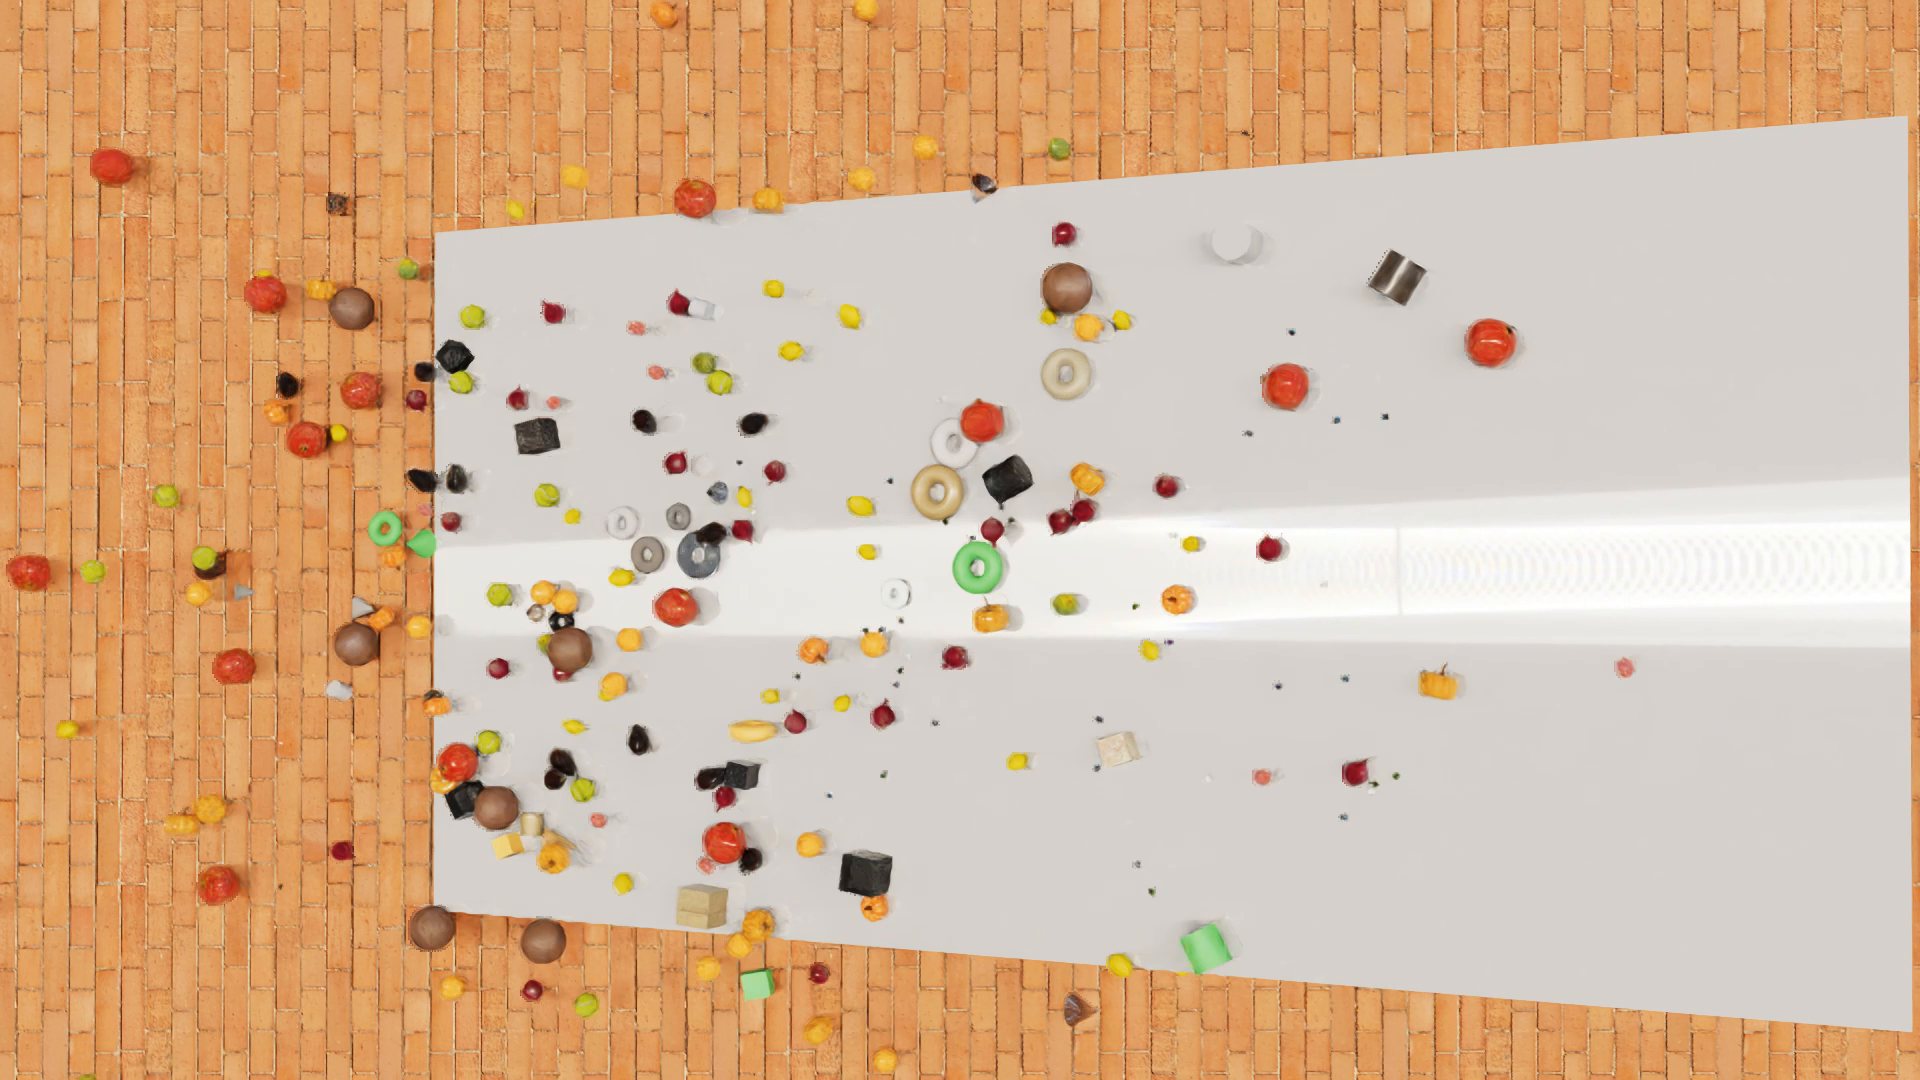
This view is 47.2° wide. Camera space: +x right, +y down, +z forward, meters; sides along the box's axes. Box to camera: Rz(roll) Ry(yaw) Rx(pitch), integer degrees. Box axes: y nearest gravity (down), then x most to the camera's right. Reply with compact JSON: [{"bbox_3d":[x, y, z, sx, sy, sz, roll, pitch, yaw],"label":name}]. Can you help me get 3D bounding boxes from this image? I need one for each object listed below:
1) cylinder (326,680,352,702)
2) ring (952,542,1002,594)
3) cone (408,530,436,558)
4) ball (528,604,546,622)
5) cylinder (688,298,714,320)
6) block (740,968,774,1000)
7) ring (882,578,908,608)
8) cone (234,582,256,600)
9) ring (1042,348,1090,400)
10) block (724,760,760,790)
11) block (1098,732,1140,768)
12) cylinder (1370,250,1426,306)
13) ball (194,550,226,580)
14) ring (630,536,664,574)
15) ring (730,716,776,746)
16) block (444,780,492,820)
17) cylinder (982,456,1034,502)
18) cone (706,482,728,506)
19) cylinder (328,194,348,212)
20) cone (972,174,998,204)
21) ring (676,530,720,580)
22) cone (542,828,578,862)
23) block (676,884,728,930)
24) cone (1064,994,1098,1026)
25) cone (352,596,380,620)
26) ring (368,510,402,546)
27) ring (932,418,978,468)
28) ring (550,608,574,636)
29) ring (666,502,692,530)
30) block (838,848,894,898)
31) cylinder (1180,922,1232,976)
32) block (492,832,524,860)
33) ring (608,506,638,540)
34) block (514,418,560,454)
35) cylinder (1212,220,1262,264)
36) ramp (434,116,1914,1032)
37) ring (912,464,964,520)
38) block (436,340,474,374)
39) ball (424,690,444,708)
[{"bbox_3d":[-1.845,0.448,6.538,0.053,0.053,0.053,-13,61,25],"label":"cylinder"},{"bbox_3d":[0.046,0.072,5.720,0.140,0.047,0.140,0,91,25],"label":"ring"},{"bbox_3d":[-1.601,0.012,6.469,0.085,0.085,0.085,0,89,26],"label":"cone"},{"bbox_3d":[-1.206,0.208,6.257,0.050,0.050,0.050,0,89,0],"label":"ball"},{"bbox_3d":[-0.715,-0.638,6.081,0.050,0.050,0.050,19,89,24],"label":"cylinder"},{"bbox_3d":[-0.599,1.317,6.525,0.077,0.077,0.077,-11,87,5],"label":"block"},{"bbox_3d":[-0.172,0.142,5.832,0.081,0.027,0.081,0,90,26],"label":"ring"},{"bbox_3d":[-2.128,0.156,6.558,0.059,0.059,0.059,9,89,-23],"label":"cone"},{"bbox_3d":[0.270,-0.424,5.621,0.136,0.045,0.136,-2,85,25],"label":"ring"},{"bbox_3d":[-0.595,0.640,6.001,0.066,0.066,0.066,10,93,24],"label":"block"},{"bbox_3d":[0.400,0.528,5.535,0.071,0.071,0.071,-20,81,24],"label":"block"},{"bbox_3d":[1.041,-0.623,5.231,0.099,0.099,0.099,31,99,0],"label":"cylinder"},{"bbox_3d":[-2.231,0.076,6.536,0.092,0.092,0.092,0,89,0],"label":"ball"},{"bbox_3d":[-0.876,0.041,6.158,0.104,0.035,0.104,0,91,25],"label":"ring"},{"bbox_3d":[-0.561,0.518,5.957,0.126,0.126,0.042,12,110,0],"label":"ring"},{"bbox_3d":[-1.428,0.755,6.382,0.080,0.080,0.080,-33,76,21],"label":"block"},{"bbox_3d":[0.124,-0.157,5.660,0.093,0.093,0.093,-24,89,27],"label":"cylinder"},{"bbox_3d":[-0.682,-0.130,6.051,0.067,0.067,0.067,0,89,25],"label":"cone"},{"bbox_3d":[-1.851,-1.003,6.543,0.052,0.052,0.052,8,102,0],"label":"cylinder"},{"bbox_3d":[0.050,-0.901,5.737,0.073,0.073,0.073,31,132,0],"label":"cone"},{"bbox_3d":[-0.722,0.041,6.080,0.137,0.046,0.137,-1,88,26],"label":"ring"},{"bbox_3d":[-1.135,0.871,6.263,0.099,0.099,0.099,4,89,-2],"label":"cone"},{"bbox_3d":[-0.707,1.005,6.032,0.099,0.099,0.099,5,92,25],"label":"block"},{"bbox_3d":[0.375,1.402,6.546,0.094,0.094,0.094,11,89,-28],"label":"cone"},{"bbox_3d":[-1.764,0.204,6.544,0.074,0.074,0.074,3,89,-4],"label":"cone"},{"bbox_3d":[-1.714,-0.033,6.556,0.109,0.036,0.109,-2,82,15],"label":"ring"},{"bbox_3d":[-0.014,-0.253,5.752,0.135,0.045,0.135,-1,88,26],"label":"ring"},{"bbox_3d":[-1.139,0.234,6.282,0.080,0.027,0.080,0,90,26],"label":"ring"},{"bbox_3d":[-0.783,-0.065,6.120,0.078,0.026,0.078,0,91,25],"label":"ring"},{"bbox_3d":[-0.249,0.881,5.819,0.099,0.099,0.099,9,93,25],"label":"block"},{"bbox_3d":[0.606,1.008,5.418,0.098,0.098,0.098,-25,77,0],"label":"cylinder"},{"bbox_3d":[-1.302,0.882,6.334,0.058,0.058,0.058,-24,79,23],"label":"block"},{"bbox_3d":[-0.951,-0.049,6.195,0.097,0.032,0.097,0,91,26],"label":"ring"},{"bbox_3d":[-1.208,-0.297,6.288,0.085,0.085,0.085,-12,84,24],"label":"block"},{"bbox_3d":[0.682,-0.731,5.403,0.098,0.098,0.098,0,89,25],"label":"cylinder"},{"bbox_3d":[0.282,0.082,5.690,4.000,0.100,2.000,0,89,25],"label":"ramp"},{"bbox_3d":[-0.060,-0.126,5.770,0.148,0.049,0.148,0,90,24],"label":"ring"},{"bbox_3d":[-1.476,-0.534,6.427,0.067,0.067,0.067,-46,72,18],"label":"block"},{"bbox_3d":[-1.544,0.467,6.453,0.055,0.055,0.055,0,89,0],"label":"ball"}]
